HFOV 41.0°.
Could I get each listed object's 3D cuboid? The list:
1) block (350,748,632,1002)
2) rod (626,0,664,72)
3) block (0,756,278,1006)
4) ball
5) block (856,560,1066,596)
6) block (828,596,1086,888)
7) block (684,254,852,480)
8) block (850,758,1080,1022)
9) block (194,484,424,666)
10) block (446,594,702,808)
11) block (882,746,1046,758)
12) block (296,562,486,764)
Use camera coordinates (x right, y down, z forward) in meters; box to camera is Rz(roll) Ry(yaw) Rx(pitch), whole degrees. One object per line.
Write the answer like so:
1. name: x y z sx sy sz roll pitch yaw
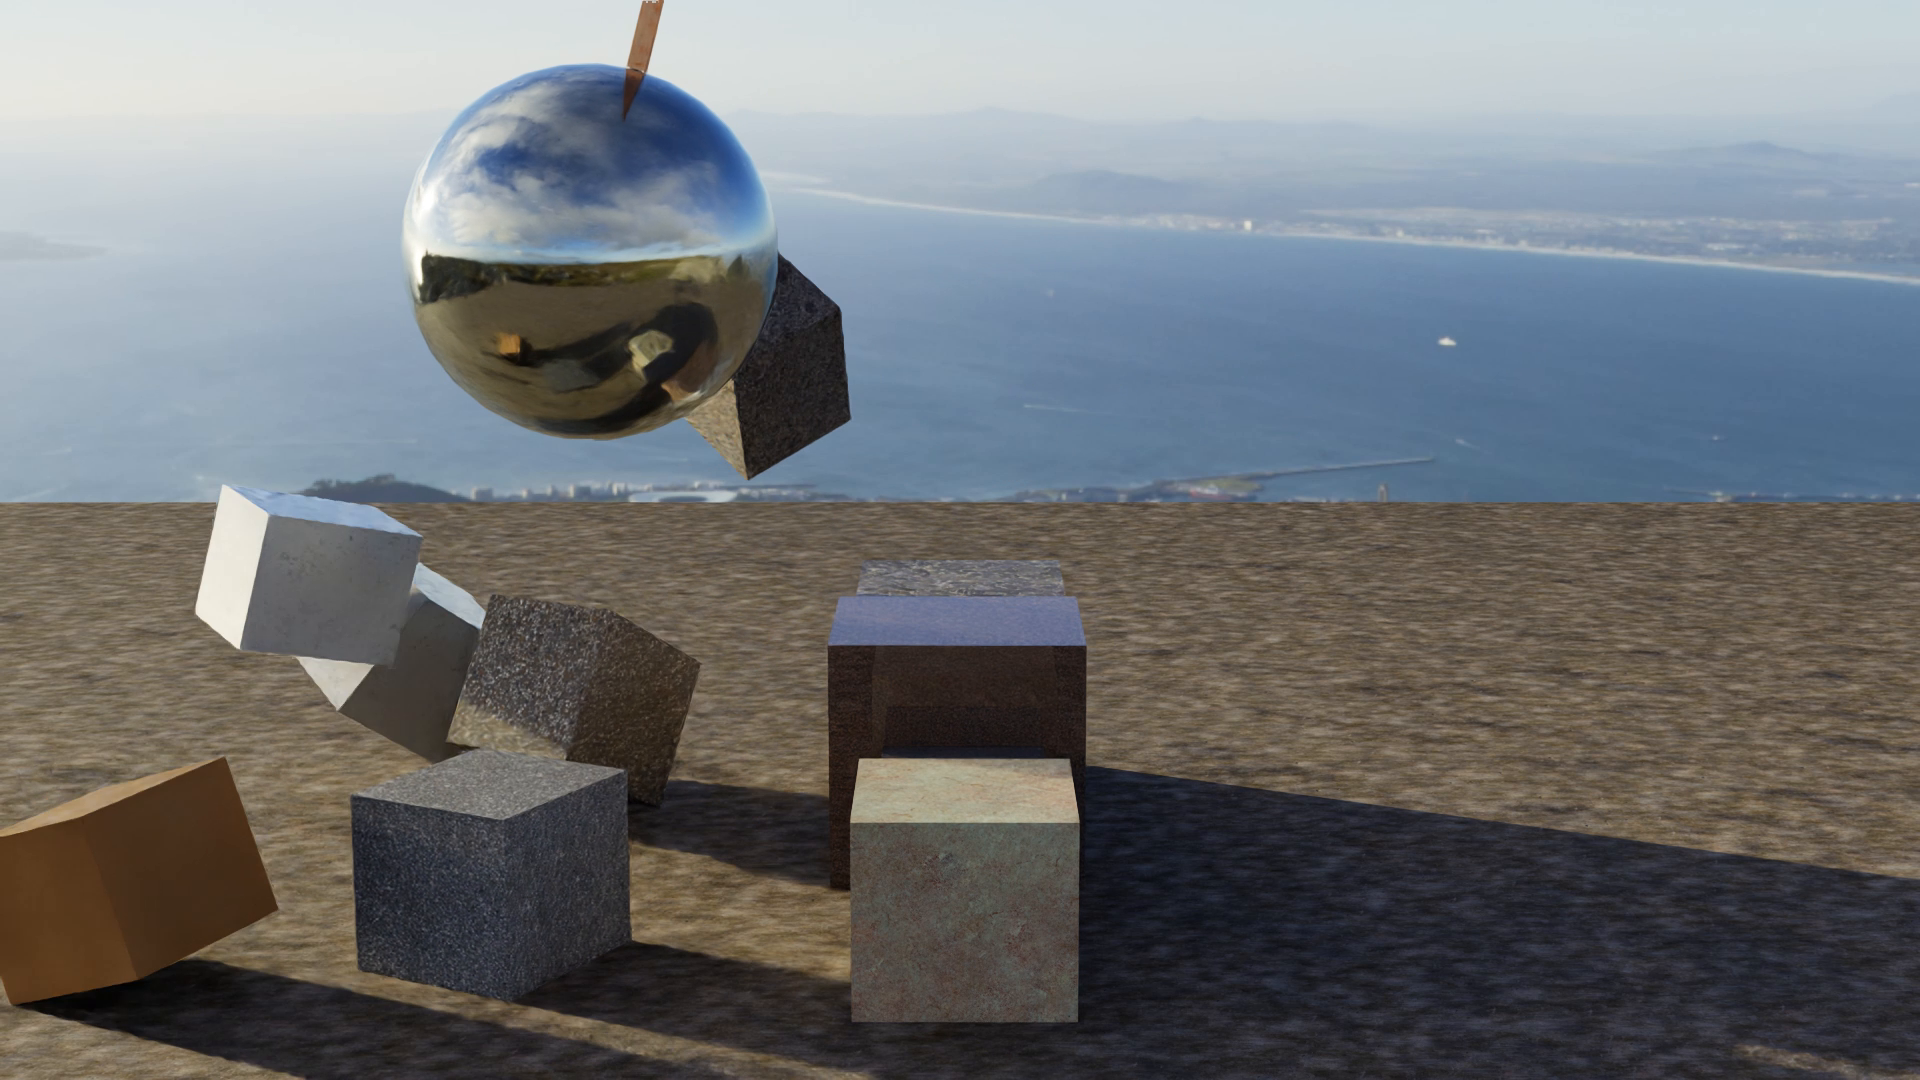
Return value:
1. block: -1.868 1.320 10.286 0.747 0.723 0.807 5 12 27
2. rod: -0.682 -4.453 10.371 0.080 5.200 0.080 15 10 -3
3. block: -3.241 1.310 9.891 0.730 0.638 0.742 -15 6 31
4. ball: -1.573 -1.225 10.958 1.600 1.600 1.600 0 10 0
5. block: 0.004 0.715 12.674 0.998 1.058 1.034 0 10 0
6. block: -0.012 0.892 11.637 1.113 1.082 1.047 0 10 0
7. block: -1.032 -0.909 12.663 0.640 0.784 0.713 -32 55 -23
8. block: 0.018 1.346 9.993 0.850 0.776 0.899 0 10 0
9. block: -3.124 0.168 12.298 0.770 0.647 0.650 9 8 -36
10. block: -1.849 0.779 12.357 0.714 0.741 0.812 6 -18 30
11. block: 0.014 1.270 10.805 0.698 0.634 0.708 0 10 0
12. block: -2.831 0.561 13.110 0.760 0.706 0.782 38 0 -44
